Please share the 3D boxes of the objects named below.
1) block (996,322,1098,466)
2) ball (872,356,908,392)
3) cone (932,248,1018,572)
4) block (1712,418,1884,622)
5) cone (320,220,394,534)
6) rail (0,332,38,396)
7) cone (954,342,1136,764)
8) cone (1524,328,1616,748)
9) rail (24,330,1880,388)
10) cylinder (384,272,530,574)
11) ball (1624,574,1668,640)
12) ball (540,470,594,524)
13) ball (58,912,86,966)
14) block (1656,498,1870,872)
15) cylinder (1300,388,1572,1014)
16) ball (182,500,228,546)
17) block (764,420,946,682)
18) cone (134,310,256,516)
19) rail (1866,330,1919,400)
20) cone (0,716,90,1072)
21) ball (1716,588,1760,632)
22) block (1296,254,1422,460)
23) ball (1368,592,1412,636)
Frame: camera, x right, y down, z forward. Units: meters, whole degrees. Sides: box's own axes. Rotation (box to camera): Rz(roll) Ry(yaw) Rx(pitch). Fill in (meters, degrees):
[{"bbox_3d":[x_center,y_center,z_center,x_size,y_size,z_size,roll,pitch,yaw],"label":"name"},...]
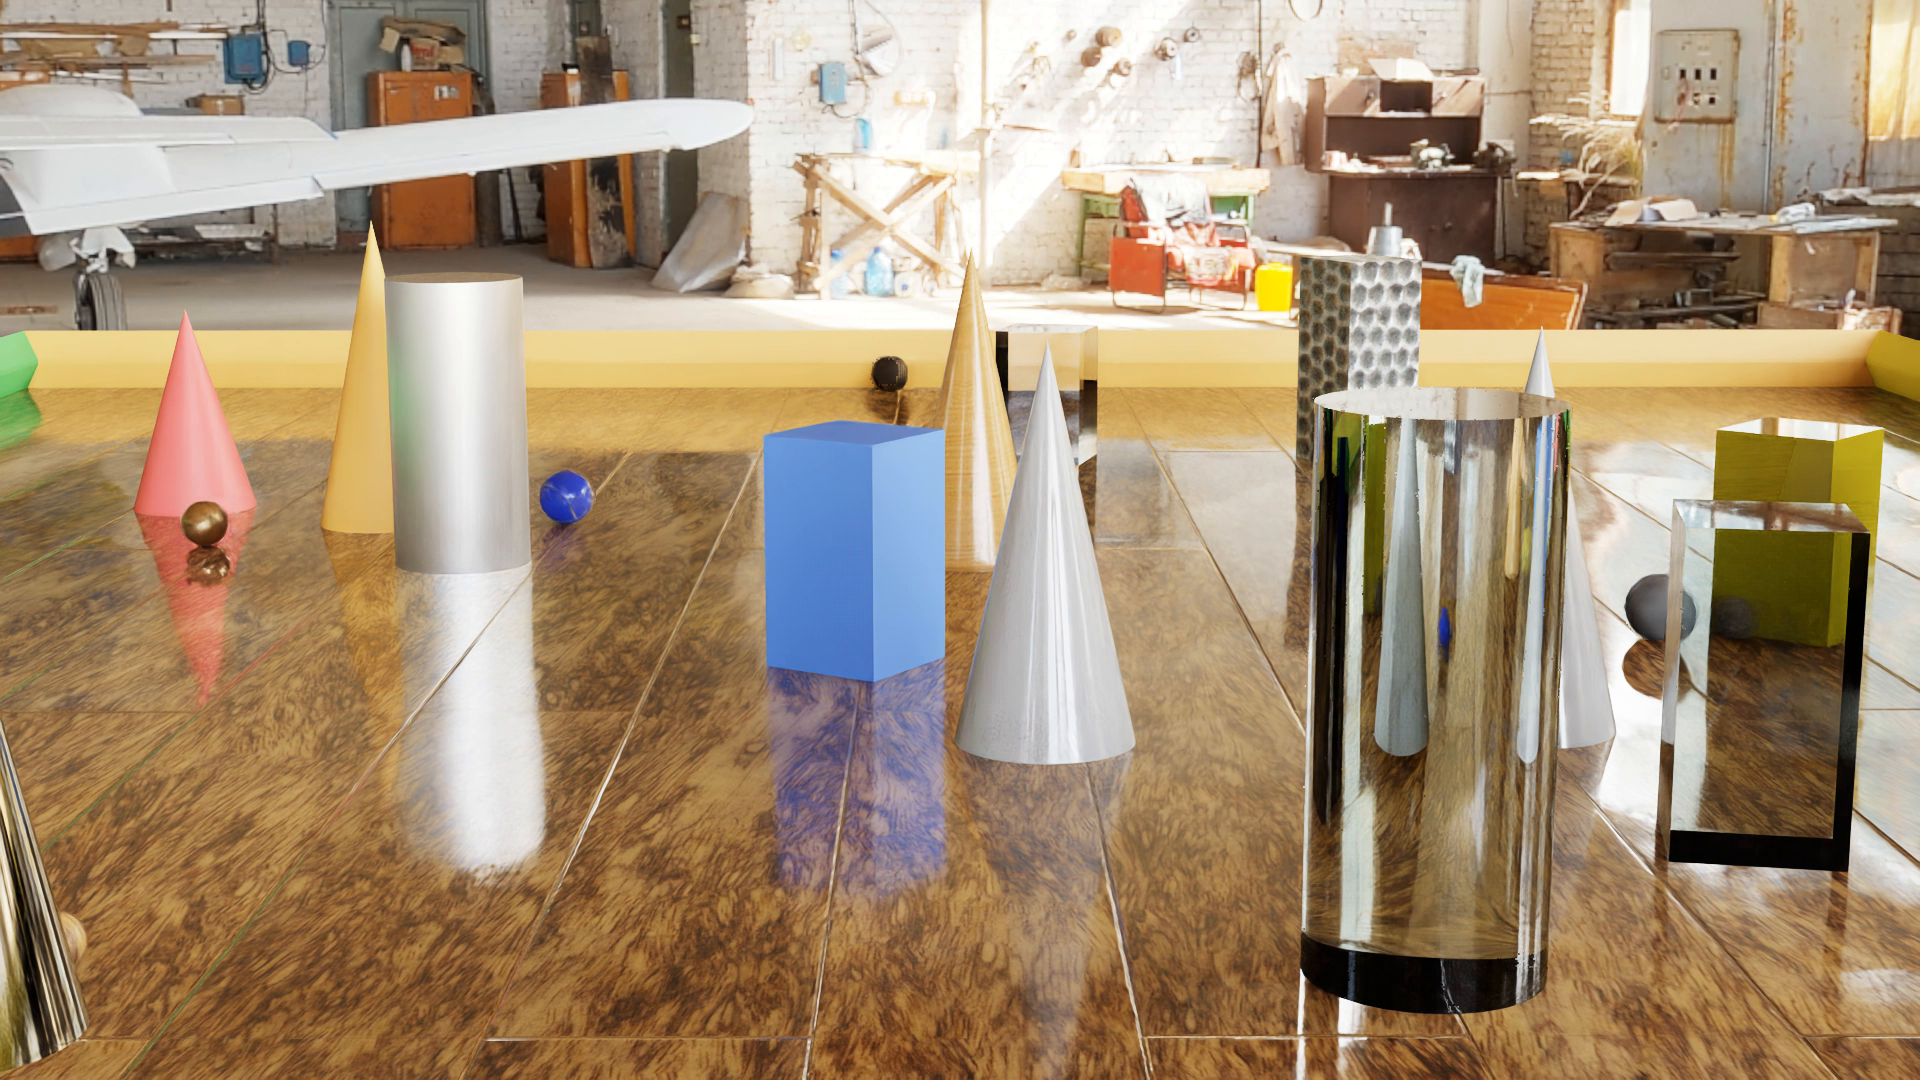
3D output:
[{"bbox_3d":[0.163,-0.275,4.803,0.159,0.245,0.159,3,11,15],"label":"block"},{"bbox_3d":[-0.157,-0.376,5.793,0.082,0.082,0.082,0,10,0],"label":"ball"},{"bbox_3d":[0.017,-0.201,3.792,0.199,0.467,0.199,0,10,0],"label":"cone"},{"bbox_3d":[1.103,-0.020,3.390,0.159,0.257,0.159,9,14,41],"label":"block"},{"bbox_3d":[-0.931,-0.267,4.100,0.199,0.486,0.199,0,10,0],"label":"cone"},{"bbox_3d":[-2.097,0.035,3.437,0.045,0.129,4.925,0,10,0],"label":"rail"},{"bbox_3d":[0.093,0.003,2.766,0.199,0.439,0.199,0,10,0],"label":"cone"},{"bbox_3d":[0.632,-0.013,2.826,0.199,0.448,0.199,0,10,0],"label":"cone"},{"bbox_3d":[-0.014,-0.410,5.847,4.241,0.129,0.045,0,10,0],"label":"rail"},{"bbox_3d":[-0.738,-0.175,3.777,0.199,0.421,0.199,0,10,0],"label":"cylinder"},{"bbox_3d":[0.897,0.086,3.295,0.085,0.085,0.085,0,10,0],"label":"ball"},{"bbox_3d":[-0.633,-0.069,4.126,0.086,0.086,0.086,0,10,0],"label":"ball"},{"bbox_3d":[-0.736,0.327,2.083,0.051,0.051,0.051,0,10,0],"label":"ball"},{"bbox_3d":[0.750,0.132,2.410,0.159,0.315,0.159,2,11,11],"label":"block"},{"bbox_3d":[0.377,0.122,2.050,0.199,0.466,0.199,0,10,0],"label":"cylinder"},{"bbox_3d":[-1.159,-0.026,3.938,0.069,0.069,0.069,0,10,0],"label":"ball"},{"bbox_3d":[-0.128,0.009,3.152,0.159,0.286,0.159,7,12,32],"label":"block"},{"bbox_3d":[-1.279,-0.219,4.263,0.199,0.331,0.199,0,10,0],"label":"cone"},{"bbox_3d":[2.097,0.031,3.461,0.045,0.129,4.925,0,10,0],"label":"rail"},{"bbox_3d":[-0.768,0.133,1.910,0.199,0.495,0.199,0,10,0],"label":"cone"},{"bbox_3d":[1.014,0.091,3.344,0.055,0.055,0.055,0,10,0],"label":"ball"},{"bbox_3d":[0.741,-0.337,4.777,0.159,0.375,0.159,-5,12,-27],"label":"block"},{"bbox_3d":[0.555,0.096,3.317,0.056,0.056,0.056,0,10,0],"label":"ball"}]
